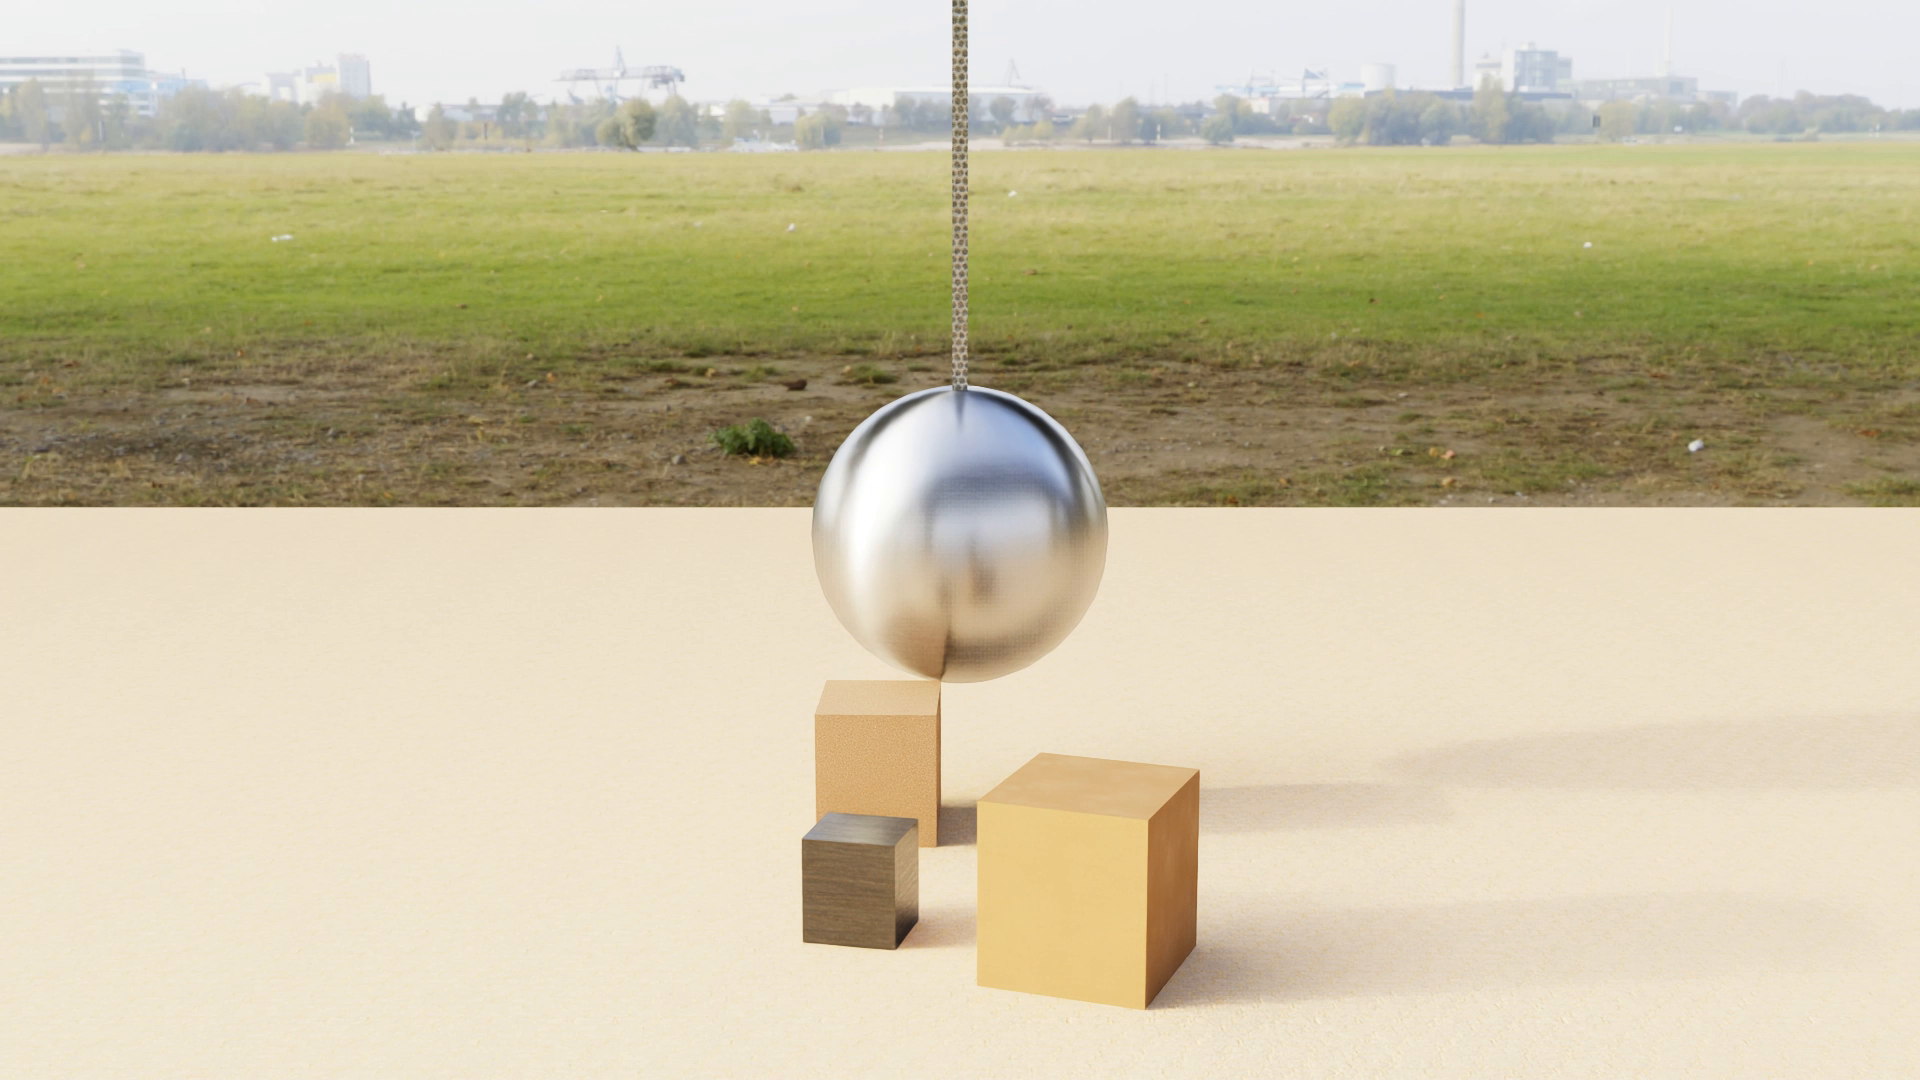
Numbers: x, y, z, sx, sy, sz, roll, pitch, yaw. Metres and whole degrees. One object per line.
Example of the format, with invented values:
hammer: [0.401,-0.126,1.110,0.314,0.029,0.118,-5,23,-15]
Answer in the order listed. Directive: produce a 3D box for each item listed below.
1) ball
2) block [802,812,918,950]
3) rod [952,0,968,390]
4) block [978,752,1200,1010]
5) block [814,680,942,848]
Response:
ball: [0.000,-0.030,11.812,1.600,1.600,1.600,0,10,0]
block: [-0.442,1.523,9.849,0.426,0.480,0.405,3,11,14]
rod: [0.000,-3.294,10.858,0.080,5.200,0.080,0,16,0]
block: [0.558,1.436,9.410,0.735,0.808,0.792,4,11,21]
block: [-0.412,1.144,11.355,0.606,0.686,0.713,0,10,1]
